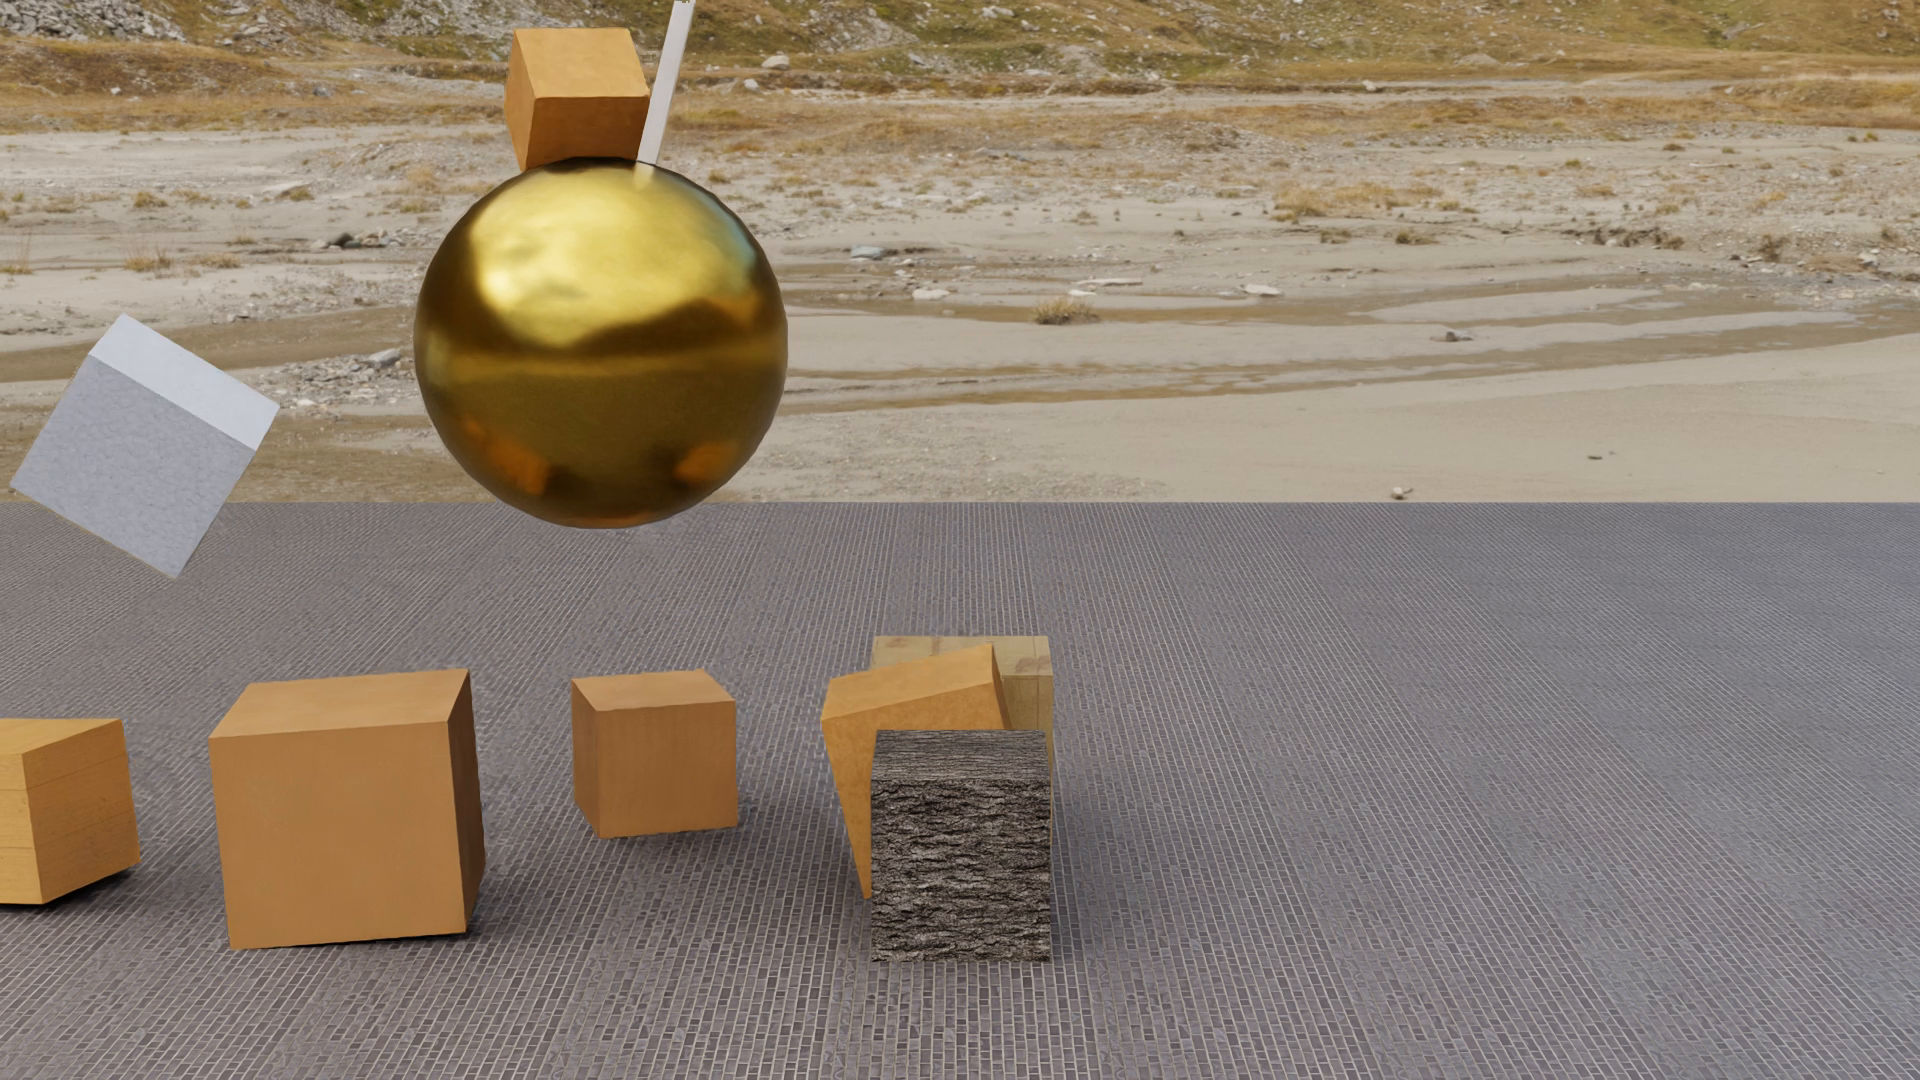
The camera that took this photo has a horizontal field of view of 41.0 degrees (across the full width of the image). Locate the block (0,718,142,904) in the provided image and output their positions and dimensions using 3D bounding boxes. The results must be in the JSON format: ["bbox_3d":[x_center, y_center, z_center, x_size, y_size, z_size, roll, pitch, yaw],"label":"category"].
[{"bbox_3d":[-4.089,1.167,11.161,0.683,0.651,0.637,-2,9,22],"label":"block"}]

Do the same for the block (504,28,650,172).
[{"bbox_3d":[-1.682,-1.912,11.236,0.503,0.466,0.450,-5,52,-21],"label":"block"}]

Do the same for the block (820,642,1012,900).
[{"bbox_3d":[-0.134,1.007,11.336,0.754,0.815,0.761,-13,10,3],"label":"block"}]

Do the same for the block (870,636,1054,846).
[{"bbox_3d":[0.006,0.938,12.148,0.838,0.807,0.829,0,10,0],"label":"block"}]

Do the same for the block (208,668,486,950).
[{"bbox_3d":[-2.555,1.113,10.823,0.945,0.891,0.941,-4,11,-5],"label":"block"}]

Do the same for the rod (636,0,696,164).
[{"bbox_3d":[-0.665,-4.077,10.439,0.080,5.200,0.080,15,10,-3],"label":"rod"}]

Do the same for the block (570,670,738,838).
[{"bbox_3d":[-1.469,1.012,12.281,0.656,0.611,0.692,-3,11,-18],"label":"block"}]

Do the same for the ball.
[{"bbox_3d":[-1.535,-0.843,11.027,1.600,1.600,1.600,0,10,0],"label":"ball"}]

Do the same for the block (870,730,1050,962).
[{"bbox_3d":[0.003,1.249,10.588,0.712,0.755,0.785,0,10,0],"label":"block"}]

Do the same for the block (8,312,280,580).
[{"bbox_3d":[-3.521,-0.415,11.135,0.782,0.686,0.694,32,13,-15],"label":"block"}]
